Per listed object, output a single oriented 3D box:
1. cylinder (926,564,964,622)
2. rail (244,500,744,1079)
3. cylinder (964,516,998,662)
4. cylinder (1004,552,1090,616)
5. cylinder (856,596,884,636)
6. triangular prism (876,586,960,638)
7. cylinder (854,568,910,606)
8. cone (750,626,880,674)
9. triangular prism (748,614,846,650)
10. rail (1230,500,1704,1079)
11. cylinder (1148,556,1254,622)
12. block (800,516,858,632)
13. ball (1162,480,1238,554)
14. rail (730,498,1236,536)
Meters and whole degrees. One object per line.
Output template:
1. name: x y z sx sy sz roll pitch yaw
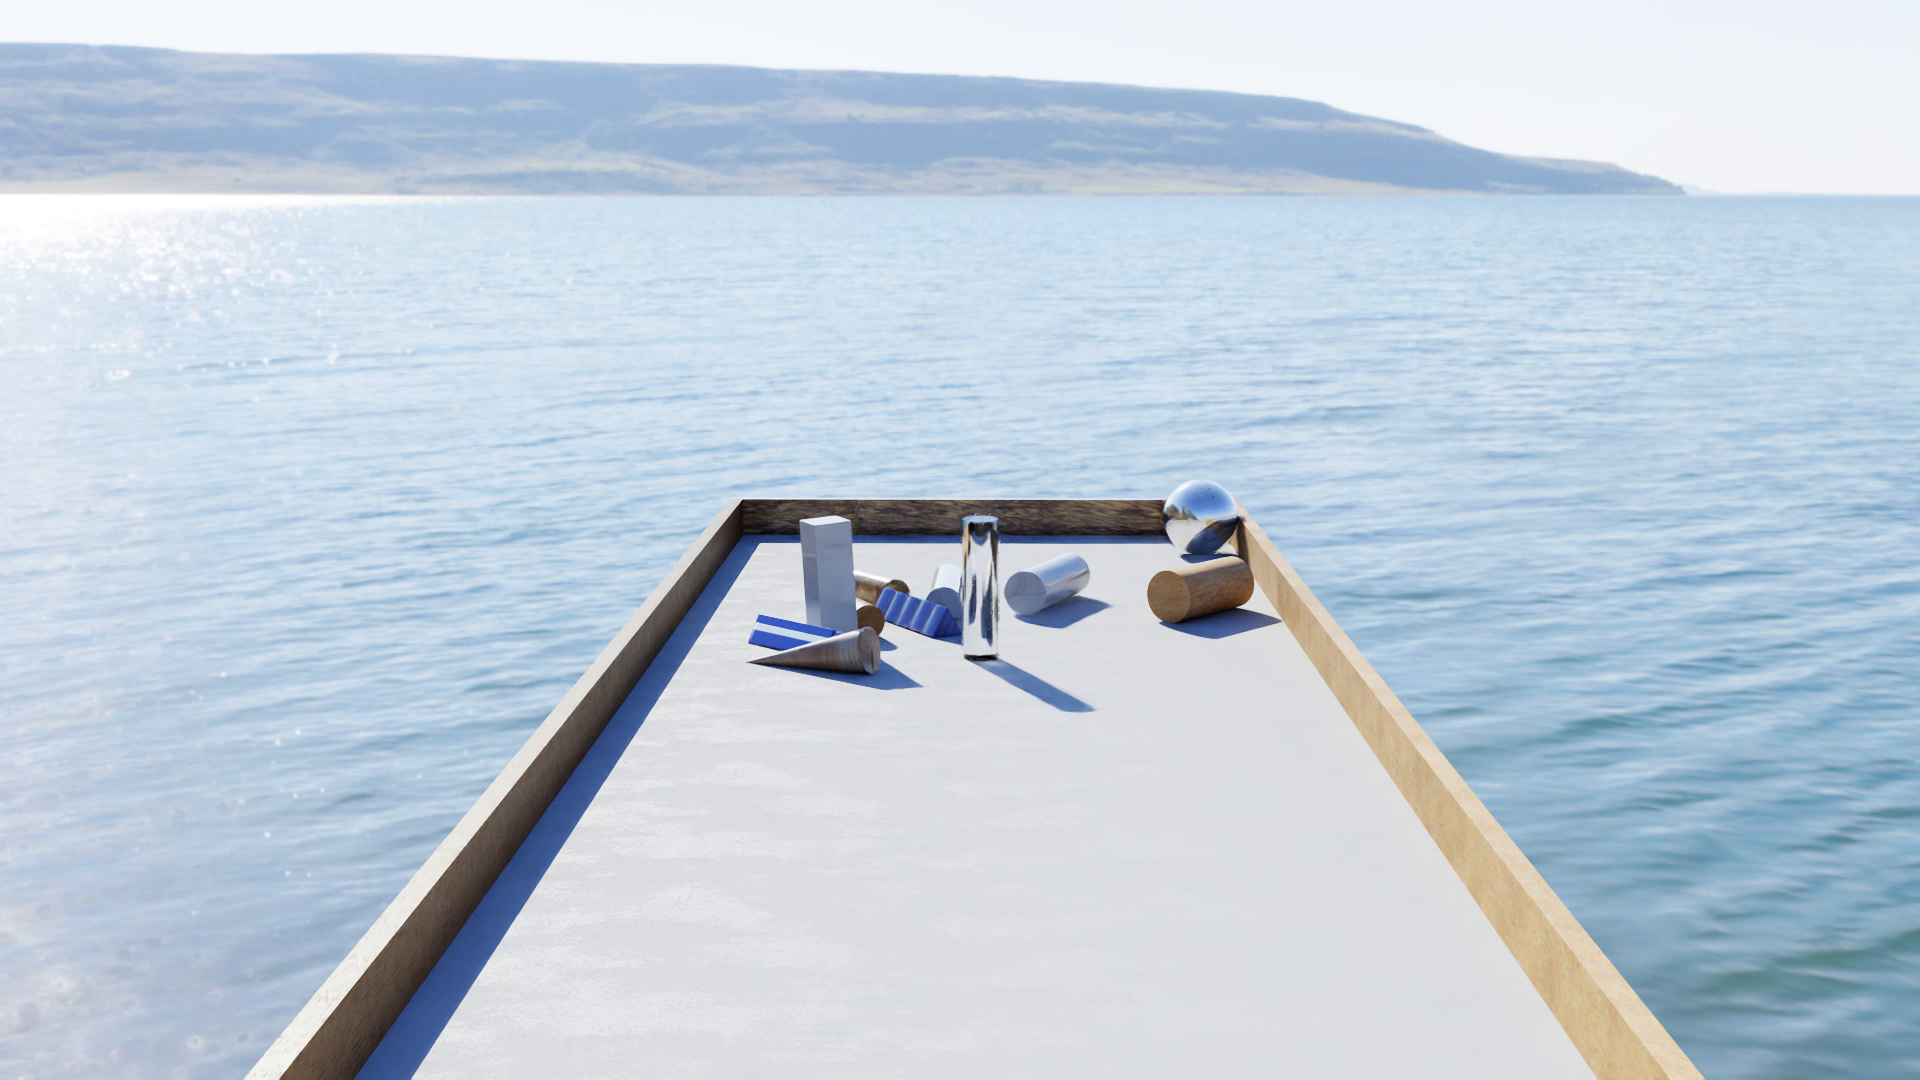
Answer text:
1. cylinder: -0.045 0.182 7.456 0.127 0.127 0.451 0 9 2
2. rail: -1.004 0.839 3.234 0.050 0.150 12.000 0 9 1
3. cylinder: 0.062 0.147 6.685 0.105 0.432 0.105 0 13 0
4. cylinder: 0.304 0.149 7.585 0.151 0.151 0.418 4 10 24
5. cylinder: -0.356 0.238 7.141 0.115 0.115 0.335 -4 10 -22
6. triangular prism: -0.148 0.233 7.225 0.108 0.093 0.427 -5 11 -29
7. cylinder: -0.322 0.164 7.620 0.112 0.112 0.383 -6 11 -33
8. cone: -0.459 0.349 6.586 0.424 0.142 0.142 -7 6 23
9. triangular prism: -0.486 0.300 6.827 0.099 0.086 0.426 -9 12 -44
10. rail: 1.046 0.843 3.208 0.050 0.150 12.000 0 9 1
11. cylinder: 0.813 0.165 7.407 0.176 0.176 0.376 8 12 41
12. block: -0.412 0.130 6.920 0.123 0.390 0.123 -8 11 -25
13. ball: 0.944 -0.091 8.640 0.295 0.295 0.295 0 9 0
14. rail: 0.099 -0.098 9.147 2.100 0.150 0.050 0 9 1
